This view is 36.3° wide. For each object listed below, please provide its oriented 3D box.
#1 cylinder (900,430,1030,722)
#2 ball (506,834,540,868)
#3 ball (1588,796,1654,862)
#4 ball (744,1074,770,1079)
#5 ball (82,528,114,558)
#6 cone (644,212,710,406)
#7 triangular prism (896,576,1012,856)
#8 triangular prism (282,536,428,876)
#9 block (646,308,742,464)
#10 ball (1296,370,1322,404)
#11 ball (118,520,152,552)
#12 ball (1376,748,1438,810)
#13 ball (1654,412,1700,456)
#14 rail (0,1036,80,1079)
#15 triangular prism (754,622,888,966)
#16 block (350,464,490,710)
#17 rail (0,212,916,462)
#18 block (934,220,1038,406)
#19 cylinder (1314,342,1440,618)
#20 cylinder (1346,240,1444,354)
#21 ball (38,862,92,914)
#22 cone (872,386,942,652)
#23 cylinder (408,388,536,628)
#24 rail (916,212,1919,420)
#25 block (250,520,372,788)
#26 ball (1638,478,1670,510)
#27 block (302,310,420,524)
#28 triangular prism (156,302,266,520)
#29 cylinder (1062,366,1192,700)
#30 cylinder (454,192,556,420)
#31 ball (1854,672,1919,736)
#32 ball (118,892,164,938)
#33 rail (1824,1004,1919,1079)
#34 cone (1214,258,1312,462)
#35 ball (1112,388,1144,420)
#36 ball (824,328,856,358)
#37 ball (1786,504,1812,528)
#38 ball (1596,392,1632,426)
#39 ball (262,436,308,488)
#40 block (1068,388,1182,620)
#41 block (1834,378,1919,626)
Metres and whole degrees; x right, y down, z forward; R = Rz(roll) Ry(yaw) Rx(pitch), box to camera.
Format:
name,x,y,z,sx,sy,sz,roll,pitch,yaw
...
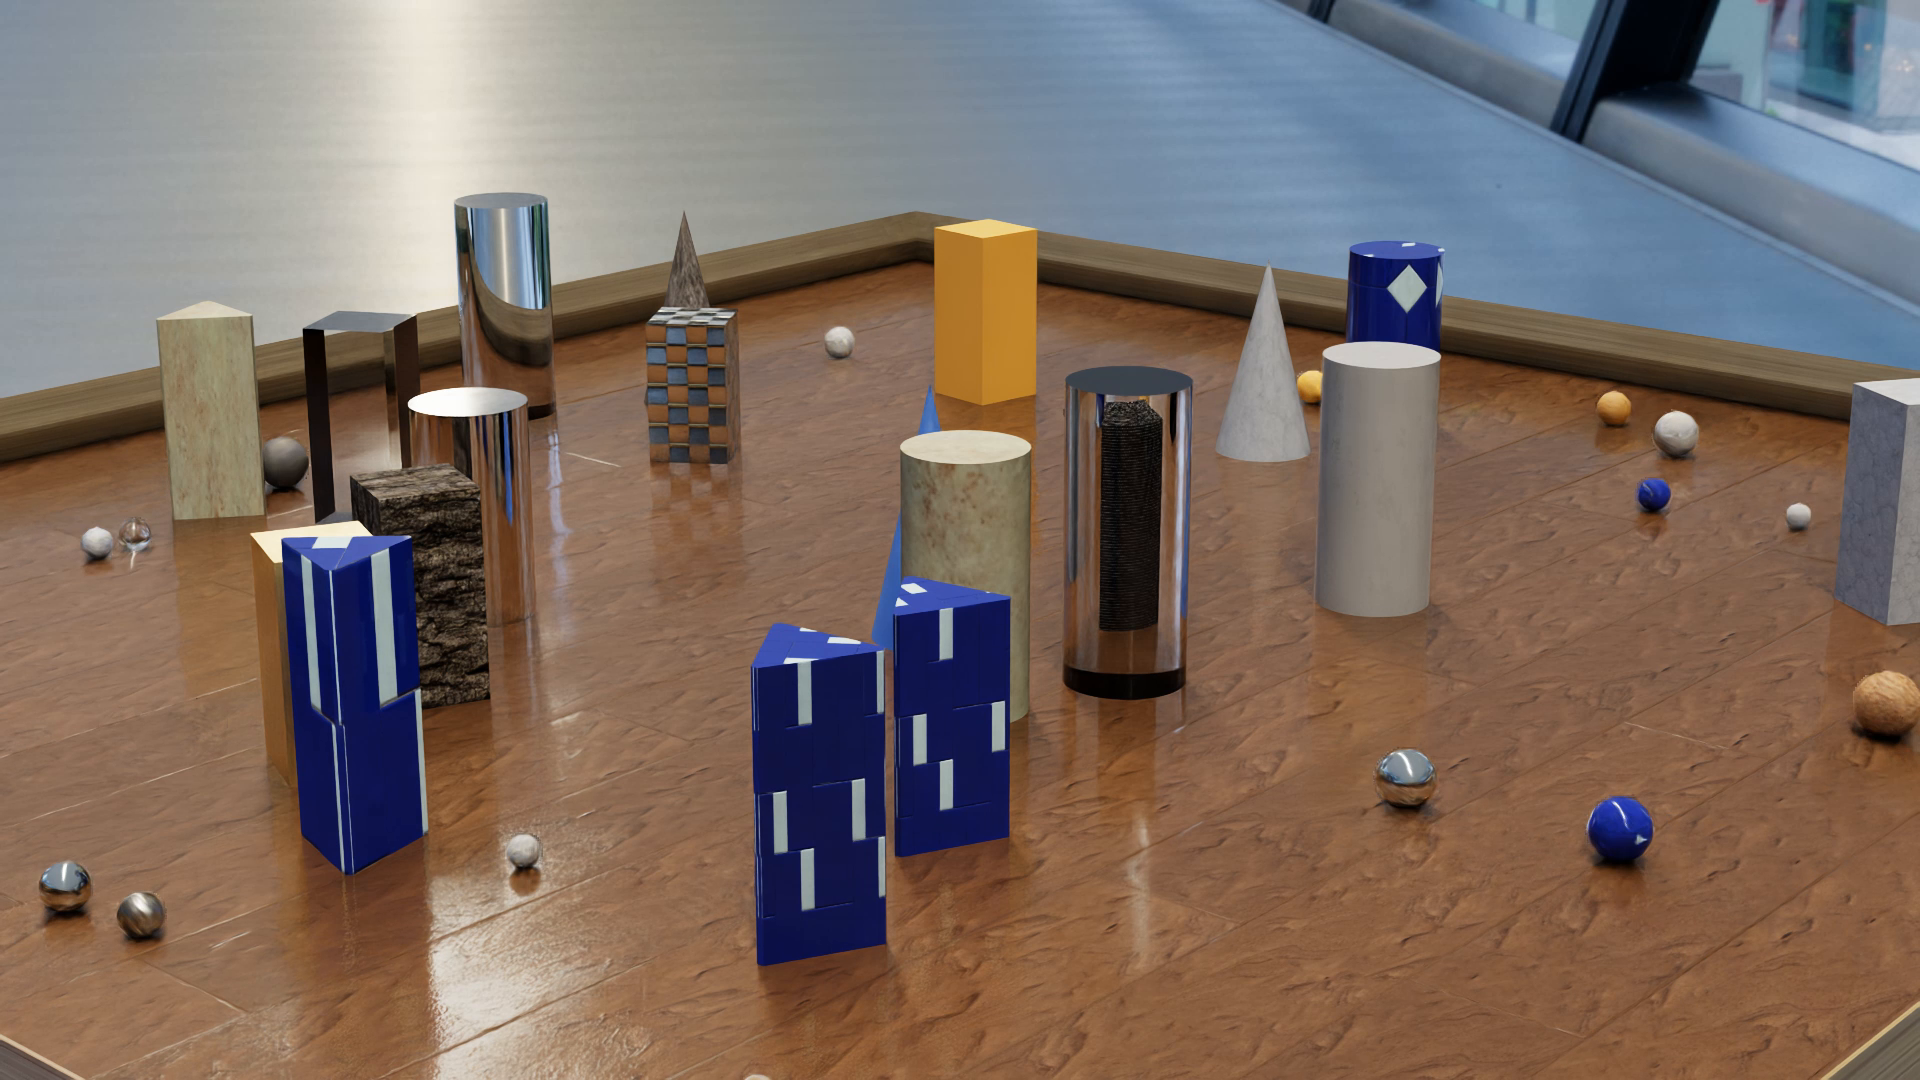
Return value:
name,x,y,z,sx,sy,sz,roll,pitch,yaw
cylinder,0.009,0.060,4.528,0.200,0.421,0.200,0,17,0
ball,-0.592,0.422,3.977,0.046,0.046,0.046,0,17,0
ball,0.900,0.394,3.995,0.089,0.089,0.089,0,17,0
ball,-0.228,0.625,3.296,0.048,0.048,0.048,0,17,0
ball,-1.572,0.005,5.342,0.056,0.056,0.056,0,17,0
cone,-0.598,-0.512,6.416,0.200,0.428,0.200,0,17,0
triangular prism,-0.041,0.237,4.066,0.173,0.348,0.150,-8,18,-25
triangular prism,-0.807,0.213,4.000,0.150,0.432,0.173,-10,20,-31
block,-0.545,-0.318,6.012,0.160,0.288,0.160,2,17,6
ball,0.776,-0.337,6.452,0.072,0.072,0.072,0,17,0
ball,-1.515,-0.009,5.384,0.059,0.059,0.059,0,17,0
ball,0.635,0.340,4.175,0.087,0.087,0.087,0,17,0
ball,1.470,-0.218,6.019,0.093,0.093,0.093,0,17,0
rail,-1.417,0.503,3.557,4.116,0.130,0.045,14,22,39
triangular prism,-0.203,0.315,3.724,0.173,0.396,0.150,-7,18,-23
block,-0.848,0.075,4.607,0.160,0.347,0.160,-8,19,-26
rail,-1.536,-0.352,6.397,0.045,0.130,4.370,14,22,39
block,0.057,-0.506,6.491,0.160,0.372,0.160,-14,22,-39
cylinder,0.717,-0.106,5.050,0.200,0.437,0.200,0,17,0
cylinder,0.919,-0.429,6.223,0.200,0.379,0.200,0,17,0
ball,-1.170,0.454,3.833,0.067,0.067,0.067,0,17,0
cone,-0.049,-0.048,4.861,0.200,0.436,0.200,0,17,0
cylinder,-0.830,-0.055,4.996,0.200,0.372,0.200,0,17,0
rail,1.417,-0.438,6.682,4.116,0.130,0.045,14,22,39
block,-0.935,0.166,4.313,0.160,0.342,0.160,-8,18,-24
ball,1.335,-0.088,5.639,0.063,0.063,0.063,0,17,0
block,-1.126,-0.229,5.559,0.160,0.379,0.160,4,17,12
triangular prism,-1.431,-0.252,5.618,0.173,0.389,0.150,-3,17,-11
cylinder,0.264,-0.013,4.644,0.200,0.493,0.200,0,17,0
cylinder,-0.980,-0.503,6.325,0.200,0.463,0.200,0,17,0
ball,1.410,0.249,4.456,0.100,0.100,0.100,0,17,0
ball,-1.050,0.480,3.760,0.058,0.058,0.058,0,17,0
rail,1.536,0.417,3.843,0.045,0.130,4.370,14,22,39
cone,0.629,-0.381,6.023,0.200,0.403,0.200,0,17,0
ball,0.362,-0.294,6.311,0.069,0.069,0.069,0,17,0
ball,-0.282,-0.462,6.862,0.073,0.073,0.073,0,17,0
ball,1.580,-0.045,5.523,0.048,0.048,0.048,0,17,0
ball,1.397,-0.281,6.263,0.073,0.073,0.073,0,17,0
ball,-1.338,-0.154,5.793,0.100,0.100,0.100,0,17,0
block,0.284,-0.063,5.045,0.160,0.357,0.160,5,17,15
block,1.626,-0.068,5.013,0.160,0.386,0.160,-5,17,-16
